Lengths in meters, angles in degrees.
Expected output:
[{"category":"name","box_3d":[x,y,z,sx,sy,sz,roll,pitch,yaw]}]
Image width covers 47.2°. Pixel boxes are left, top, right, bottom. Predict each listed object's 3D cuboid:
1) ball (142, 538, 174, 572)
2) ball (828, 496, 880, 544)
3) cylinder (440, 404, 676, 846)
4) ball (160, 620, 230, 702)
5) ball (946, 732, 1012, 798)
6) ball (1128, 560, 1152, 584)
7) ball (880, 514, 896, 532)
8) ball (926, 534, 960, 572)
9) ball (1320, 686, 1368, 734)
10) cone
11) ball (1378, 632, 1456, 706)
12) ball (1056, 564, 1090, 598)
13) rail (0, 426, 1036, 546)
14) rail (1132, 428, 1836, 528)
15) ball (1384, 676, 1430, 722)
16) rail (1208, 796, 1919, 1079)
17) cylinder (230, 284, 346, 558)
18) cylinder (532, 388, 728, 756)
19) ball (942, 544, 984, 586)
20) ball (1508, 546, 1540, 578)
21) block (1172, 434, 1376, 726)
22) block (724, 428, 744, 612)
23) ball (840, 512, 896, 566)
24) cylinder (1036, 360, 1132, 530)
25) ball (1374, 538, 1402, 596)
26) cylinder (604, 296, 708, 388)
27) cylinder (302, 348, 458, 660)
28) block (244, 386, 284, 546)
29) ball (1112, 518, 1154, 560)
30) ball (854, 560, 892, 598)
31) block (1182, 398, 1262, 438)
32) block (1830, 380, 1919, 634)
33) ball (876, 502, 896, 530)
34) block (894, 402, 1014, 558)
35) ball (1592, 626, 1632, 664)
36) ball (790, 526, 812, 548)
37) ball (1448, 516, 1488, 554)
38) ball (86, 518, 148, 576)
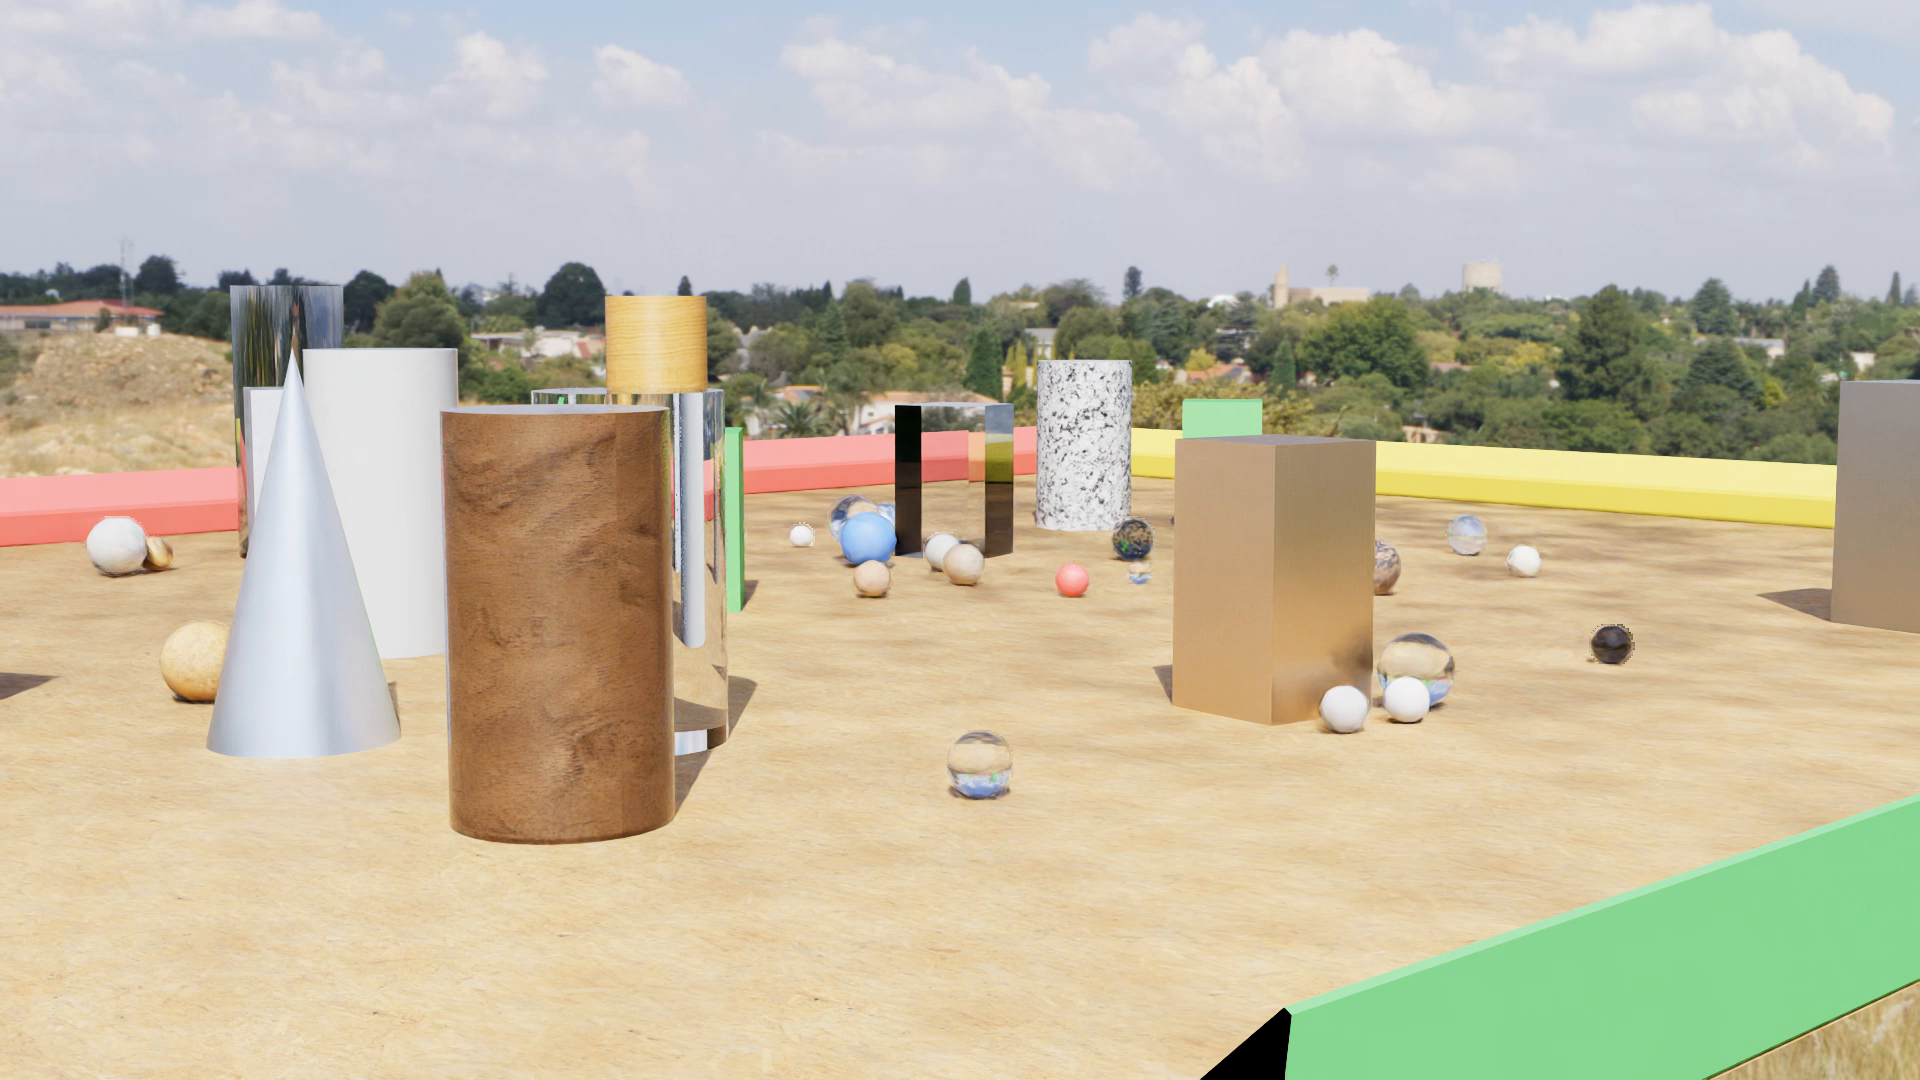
[{"category":"ball","box_3d":[-1.375,0.024,3.756,0.058,0.058,0.058,0,6,0]},{"category":"ball","box_3d":[-0.186,-0.030,3.887,0.096,0.096,0.096,0,6,0]},{"category":"cylinder","box_3d":[-0.348,0.066,1.913,0.195,0.359,0.195,0,6,0]},{"category":"ball","box_3d":[-0.864,0.138,2.507,0.092,0.092,0.092,0,6,0]},{"category":"ball","box_3d":[0.018,0.206,2.014,0.060,0.060,0.060,0,6,0]},{"category":"ball","box_3d":[0.292,0.052,3.576,0.040,0.040,0.040,0,6,0]},{"category":"ball","box_3d":[-0.156,-0.009,3.971,0.079,0.079,0.079,0,6,0]},{"category":"ball","box_3d":[-0.028,0.021,3.758,0.064,0.064,0.064,0,6,0]},{"category":"ball","box_3d":[0.405,0.178,2.320,0.051,0.051,0.051,0,6,0]},{"category":"cone","box_3d":[-0.681,0.005,2.264,0.195,0.406,0.195,0,6,0]},{"category":"ball","box_3d":[0.508,0.146,2.448,0.085,0.085,0.085,0,6,0]},{"category":"ball","box_3d":[0.175,0.062,3.417,0.053,0.053,0.053,0,6,0]},{"category":"rail","box_3d":[-1.219,-0.104,4.646,4.187,0.127,0.045,-5,8,-42]},{"category":"rail","box_3d":[1.521,-0.113,4.728,0.045,0.127,3.642,-5,8,-42]},{"category":"ball","box_3d":[0.483,0.173,2.378,0.050,0.050,0.050,0,6,0]},{"category":"rail","box_3d":[1.219,0.171,2.018,4.187,0.127,0.045,-5,8,-42]},{"category":"cylinder","box_3d":[-1.212,-0.216,3.985,0.195,0.488,0.195,0,6,0]},{"category":"cylinder","box_3d":[-0.339,0.027,2.266,0.195,0.362,0.195,0,6,0]},{"category":"ball","box_3d":[0.006,0.040,3.559,0.068,0.068,0.068,0,6,0]},{"category":"ball","box_3d":[0.938,0.036,3.658,0.054,0.054,0.054,0,6,0]},{"category":"block","box_3d":[0.349,0.039,2.450,0.156,0.302,0.156,-4,7,-37]},{"category":"block","box_3d":[-0.407,-0.032,3.306,0.156,0.265,0.156,0,6,-3]},{"category":"ball","box_3d":[-0.158,0.000,3.800,0.097,0.097,0.097,0,6,0]},{"category":"cylinder","box_3d":[0.255,-0.198,4.522,0.195,0.340,0.195,0,6,0]},{"category":"ball","box_3d":[0.644,0.042,3.436,0.090,0.090,0.090,0,6,0]},{"category":"cylinder","box_3d":[-0.586,-0.236,4.261,0.195,0.470,0.195,0,6,0]},{"category":"cylinder","box_3d":[-0.755,-0.053,2.886,0.195,0.393,0.195,0,6,0]},{"category":"block","box_3d":[-1.104,-0.096,3.673,0.156,0.315,0.156,-2,6,-22]},{"category":"ball","box_3d":[0.308,0.000,3.911,0.075,0.075,0.075,0,6,0]},{"category":"ball","box_3d":[-0.136,0.061,3.411,0.058,0.058,0.058,0,6,0]},{"category":"block","box_3d":[0.529,-0.150,4.444,0.156,0.262,0.156,1,6,7]},{"category":"block","box_3d":[1.353,-0.051,3.105,0.156,0.344,0.156,-4,7,-34]},{"category":"ball","box_3d":[-0.137,-0.027,4.048,0.082,0.082,0.082,0,6,0]},{"category":"block","box_3d":[-0.010,-0.109,3.995,0.156,0.274,0.156,4,7,32]},{"category":"ball","box_3d":[0.820,0.132,2.767,0.050,0.050,0.050,0,6,0]},{"category":"ball","box_3d":[-0.298,-0.006,4.122,0.043,0.043,0.043,0,6,0]},{"category":"ball","box_3d":[0.926,-0.009,4.009,0.071,0.071,0.071,0,6,0]},{"category":"ball","box_3d":[-1.414,0.010,3.689,0.098,0.098,0.098,0,6,0]}]
